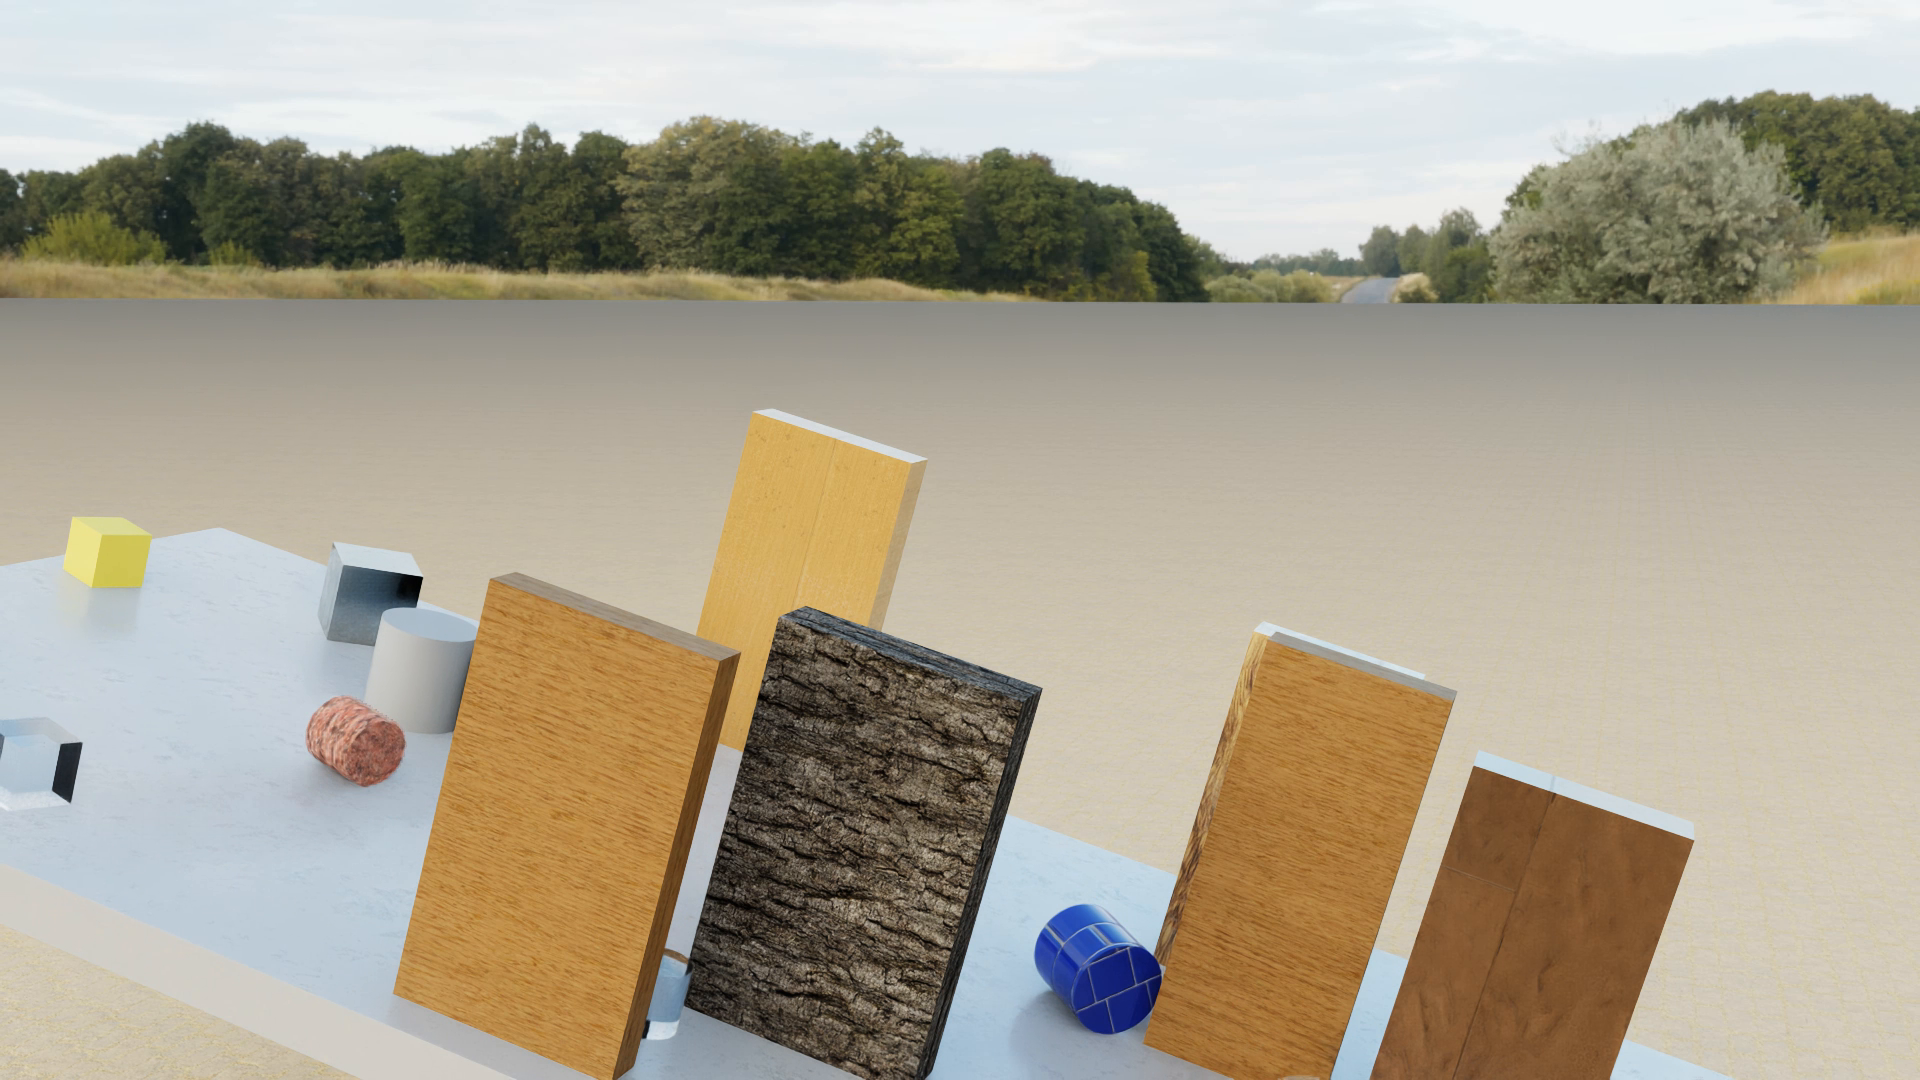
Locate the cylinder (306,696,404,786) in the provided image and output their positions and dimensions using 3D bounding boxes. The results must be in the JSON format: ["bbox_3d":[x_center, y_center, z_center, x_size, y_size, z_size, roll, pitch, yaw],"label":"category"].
[{"bbox_3d":[-1.174,0.391,4.267,0.134,0.134,0.134,23,19,35],"label":"cylinder"}]

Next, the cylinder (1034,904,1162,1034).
[{"bbox_3d":[0.256,0.798,4.100,0.179,0.179,0.179,-3,18,-22],"label":"cylinder"}]

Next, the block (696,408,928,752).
[{"bbox_3d":[-0.369,0.124,5.030,0.391,0.762,0.120,18,12,14],"label":"block"}]

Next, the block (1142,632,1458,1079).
[{"bbox_3d":[0.609,0.597,3.969,0.337,0.793,0.099,18,12,14],"label":"block"}]

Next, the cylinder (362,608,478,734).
[{"bbox_3d":[-1.145,0.277,4.670,0.207,0.207,0.207,15,11,-3],"label":"cylinder"}]

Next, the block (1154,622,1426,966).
[{"bbox_3d":[0.656,0.561,4.409,0.337,0.715,0.126,18,12,14],"label":"block"}]

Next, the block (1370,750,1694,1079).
[{"bbox_3d":[0.912,0.769,3.638,0.357,0.756,0.120,18,12,14],"label":"block"}]

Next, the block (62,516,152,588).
[{"bbox_3d":[-1.944,0.027,5.015,0.125,0.125,0.125,23,14,35],"label":"block"}]

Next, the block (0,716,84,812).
[{"bbox_3d":[-1.600,0.383,3.774,0.117,0.117,0.117,23,14,34],"label":"block"}]

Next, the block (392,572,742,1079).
[{"bbox_3d":[-0.607,0.439,3.366,0.388,0.690,0.082,18,12,14],"label":"block"}]

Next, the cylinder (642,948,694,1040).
[{"bbox_3d":[-0.500,0.733,3.566,0.112,0.112,0.112,15,11,-3],"label":"cylinder"}]

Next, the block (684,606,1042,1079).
[{"bbox_3d":[-0.169,0.508,3.620,0.425,0.690,0.122,18,12,14],"label":"block"}]

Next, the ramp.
[{"bbox_3d":[-0.378,0.740,4.240,4.000,0.100,2.000,18,12,14],"label":"ramp"}]

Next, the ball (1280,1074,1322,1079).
[{"bbox_3d":[0.576,0.980,3.693,0.160,0.160,0.160,0,7,0],"label":"ball"}]

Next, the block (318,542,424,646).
[{"bbox_3d":[-1.377,0.131,5.129,0.183,0.183,0.183,10,12,-26],"label":"block"}]
